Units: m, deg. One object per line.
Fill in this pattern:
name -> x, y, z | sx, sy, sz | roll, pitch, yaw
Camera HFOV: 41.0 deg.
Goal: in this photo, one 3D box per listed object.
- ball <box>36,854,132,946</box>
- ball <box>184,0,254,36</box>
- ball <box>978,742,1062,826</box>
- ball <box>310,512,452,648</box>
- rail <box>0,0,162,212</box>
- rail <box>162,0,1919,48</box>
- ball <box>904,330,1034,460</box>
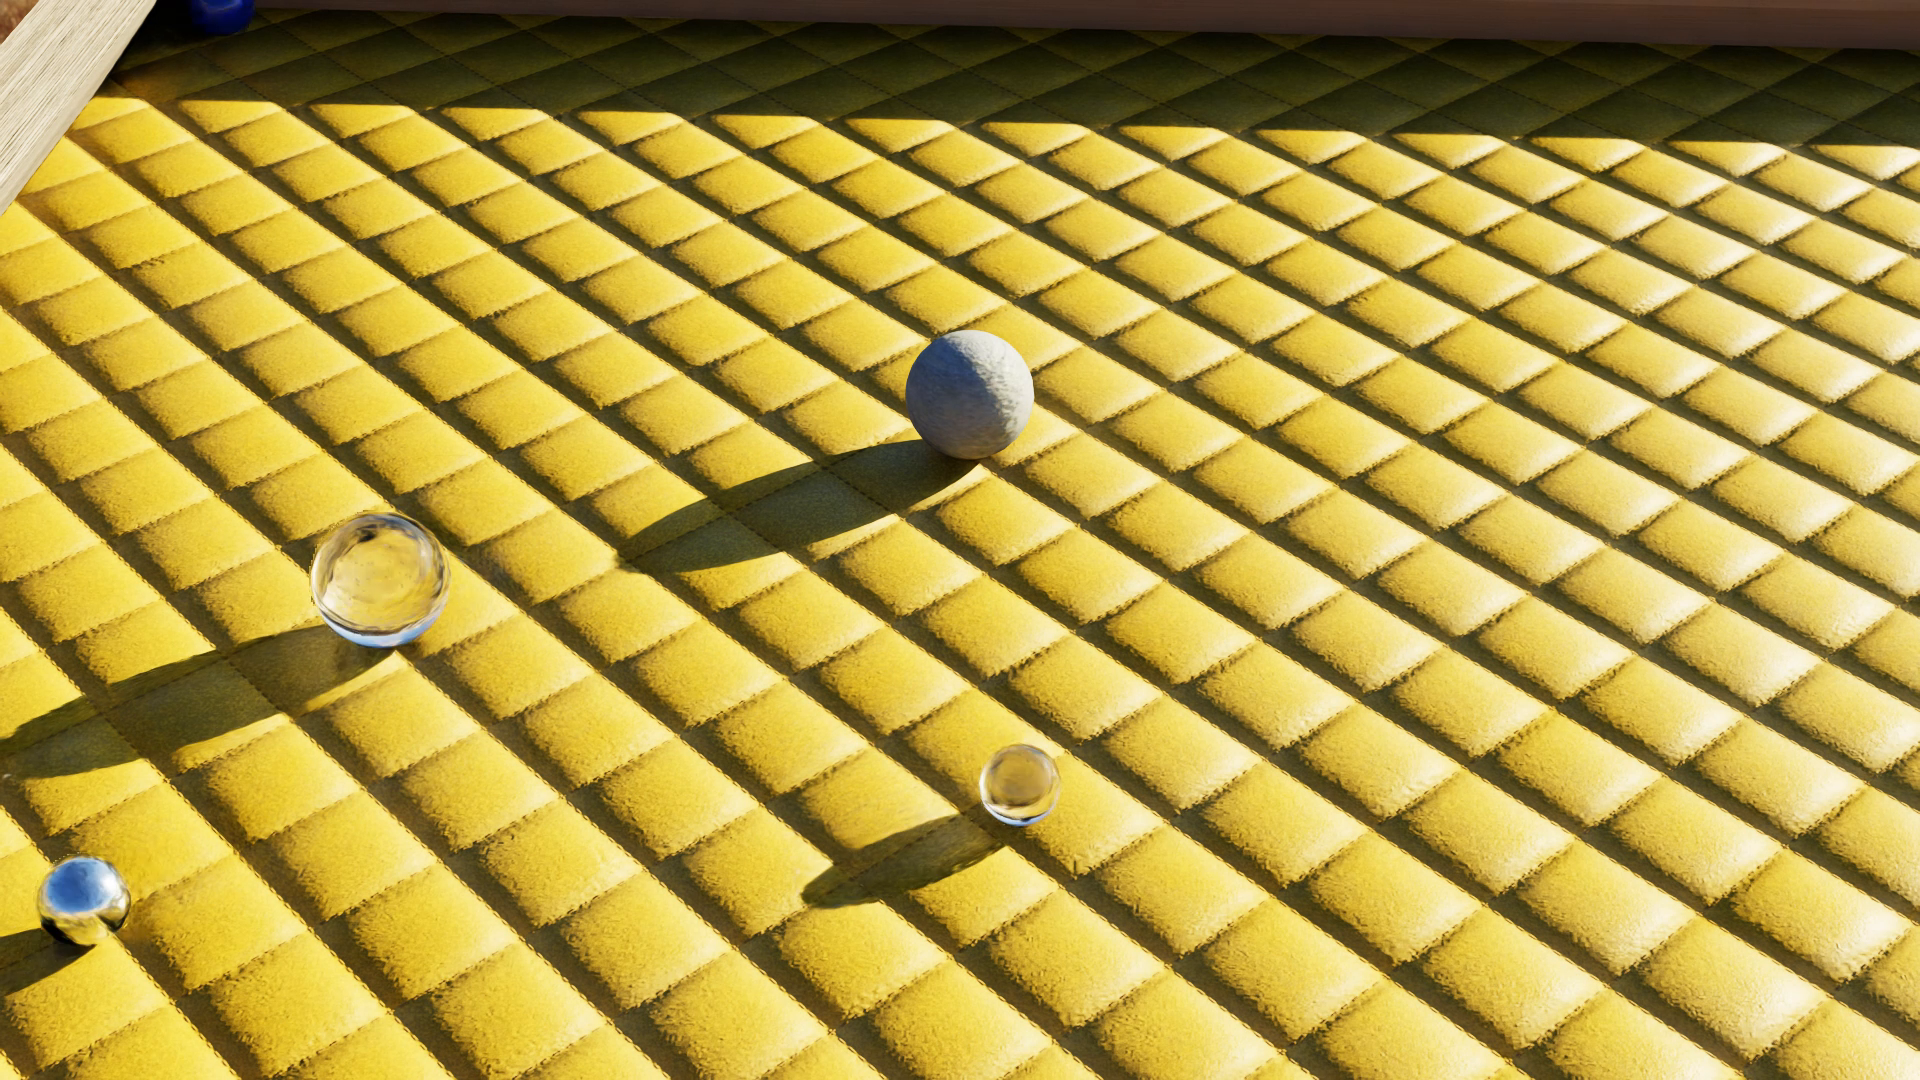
ball -> -0.506, 0.208, 1.482 | 0.052, 0.052, 0.052 | 0, 35, 0
ball -> -0.721, -0.522, 2.497 | 0.064, 0.064, 0.064 | 0, 35, 0
ball -> 0.037, 0.149, 1.566 | 0.051, 0.051, 0.051 | 0, 35, 0
ball -> -0.384, 0.026, 1.704 | 0.091, 0.091, 0.091 | 0, 35, 0
rail -> -0.834, -0.051, 1.783 | 0.045, 0.124, 1.854 | 2, 36, 3
rail -> 0.913, -0.514, 2.433 | 3.439, 0.124, 0.045 | 2, 36, 3
ball -> 0.007, -0.107, 1.887 | 0.095, 0.095, 0.095 | 0, 35, 0
